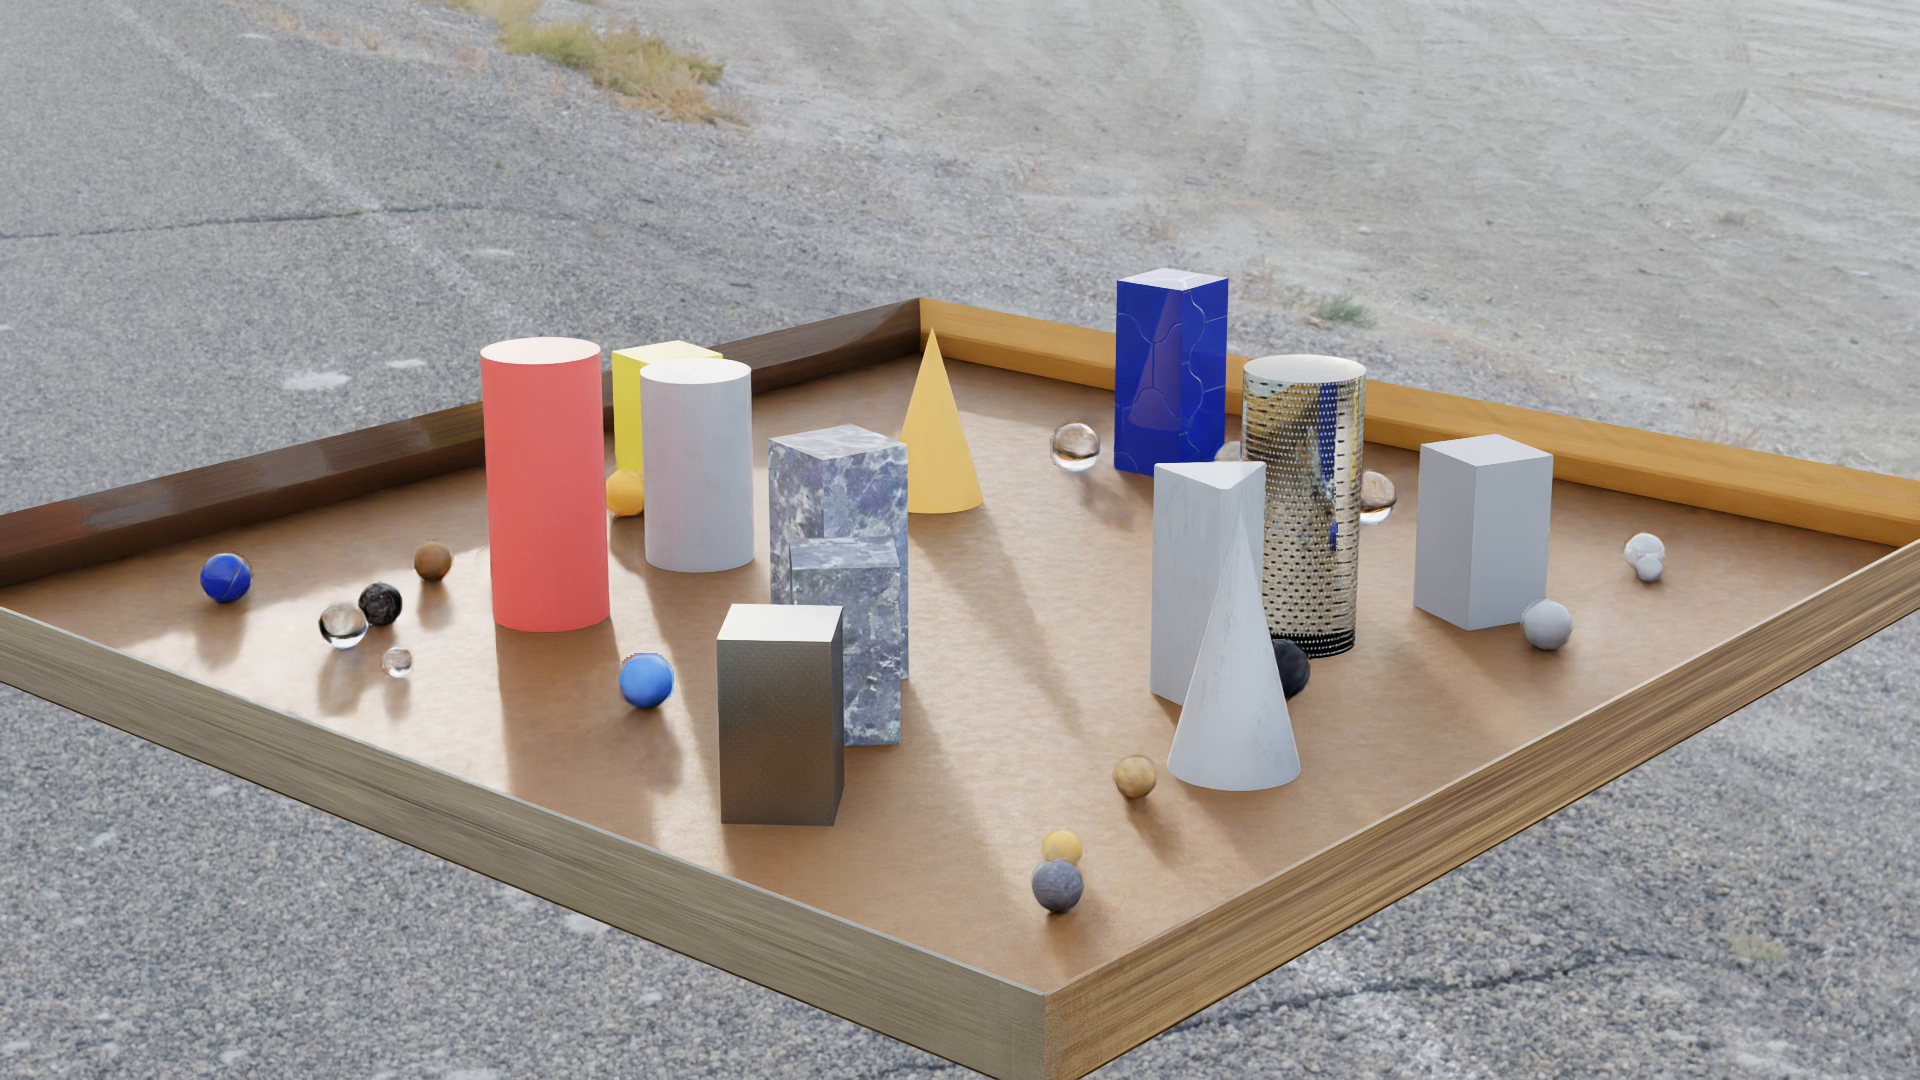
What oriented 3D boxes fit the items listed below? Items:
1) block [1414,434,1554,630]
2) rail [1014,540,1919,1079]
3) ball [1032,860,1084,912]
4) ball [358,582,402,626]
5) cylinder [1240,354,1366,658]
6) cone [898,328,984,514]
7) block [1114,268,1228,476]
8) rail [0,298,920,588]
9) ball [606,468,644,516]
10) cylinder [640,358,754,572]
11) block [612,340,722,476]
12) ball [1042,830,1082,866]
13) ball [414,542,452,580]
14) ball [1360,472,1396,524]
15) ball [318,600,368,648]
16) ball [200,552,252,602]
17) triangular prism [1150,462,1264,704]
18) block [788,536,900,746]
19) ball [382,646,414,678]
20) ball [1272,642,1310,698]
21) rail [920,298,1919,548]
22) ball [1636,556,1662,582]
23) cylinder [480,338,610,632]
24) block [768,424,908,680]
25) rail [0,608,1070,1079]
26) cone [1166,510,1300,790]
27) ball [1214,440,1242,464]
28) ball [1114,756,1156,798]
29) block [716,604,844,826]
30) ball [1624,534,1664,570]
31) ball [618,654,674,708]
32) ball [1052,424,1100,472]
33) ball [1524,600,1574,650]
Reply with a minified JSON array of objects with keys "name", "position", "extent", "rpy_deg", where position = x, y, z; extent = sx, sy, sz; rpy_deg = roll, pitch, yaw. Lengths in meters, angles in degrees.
[{"name":"block","position":[0.892,-0.015,5.006],"extent":[0.159,0.288,0.159],"rpy_deg":[-8,19,-25]},{"name":"rail","position":[0.967,0.274,4.316],"extent":[0.045,0.129,2.711],"rpy_deg":[14,22,39]},{"name":"ball","position":[0.128,0.452,3.836],"extent":[0.068,0.068,0.068],"rpy_deg":[0,17,0]},{"name":"ball","position":[-0.981,0.109,4.966],"extent":[0.074,0.074,0.074],"rpy_deg":[0,17,0]},{"name":"cylinder","position":[0.561,-0.056,4.835],"extent":[0.199,0.465,0.199],"rpy_deg":[0,17,0]},{"name":"cone","position":[-0.053,-0.245,5.669],"extent":[0.199,0.345,0.199],"rpy_deg":[0,17,0]},{"name":"block","position":[0.423,-0.334,5.890],"extent":[0.159,0.388,0.159],"rpy_deg":[13,21,37]},{"name":"rail","position":[-0.967,-0.210,5.924],"extent":[0.045,0.129,2.711],"rpy_deg":[14,22,39]},{"name":"ball","position":[-0.636,-0.090,5.598],"extent":[0.091,0.091,0.091],"rpy_deg":[0,17,0]},{"name":"cylinder","position":[-0.474,-0.137,5.306],"extent":[0.199,0.348,0.199],"rpy_deg":[0,17,0]},{"name":"block","position":[-0.584,-0.255,5.875],"extent":[0.159,0.246,0.159],"rpy_deg":[-13,21,-37]},{"name":"ball","position":[0.138,0.420,3.969],"extent":[0.053,0.053,0.053],"rpy_deg":[0,17,0]},{"name":"ball","position":[-0.937,0.038,5.211],"extent":[0.068,0.068,0.068],"rpy_deg":[0,17,0]},{"name":"ball","position":[0.776,-0.080,5.547],"extent":[0.099,0.099,0.099],"rpy_deg":[0,17,0]},{"name":"ball","position":[-1.021,0.140,4.852],"extent":[0.079,0.079,0.079],"rpy_deg":[0,17,0]},{"name":"ball","position":[-1.274,0.065,5.089],"extent":[0.086,0.086,0.086],"rpy_deg":[0,17,0]},{"name":"triangular prism","position":[0.413,0.069,4.581],"extent":[0.149,0.372,0.172],"rpy_deg":[-11,20,-33]},{"name":"block","position":[-0.176,0.153,4.460],"extent":[0.159,0.280,0.159],"rpy_deg":[-1,17,-5]},{"name":"ball","position":[-0.905,0.196,4.717],"extent":[0.049,0.049,0.049],"rpy_deg":[0,17,0]},{"name":"ball","position":[0.508,0.204,4.622],"extent":[0.089,0.089,0.089],"rpy_deg":[0,17,0]},{"name":"rail","position":[0.873,-0.258,6.083],"extent":[2.608,0.129,0.045],"rpy_deg":[14,22,39]},{"name":"ball","position":[1.224,0.052,5.203],"extent":[0.046,0.046,0.046],"rpy_deg":[0,17,0]},{"name":"cylinder","position":[-0.701,-0.095,4.968],"extent":[0.199,0.463,0.199],"rpy_deg":[0,17,0]},{"name":"block","position":[-0.193,0.030,4.681],"extent":[0.159,0.388,0.159],"rpy_deg":[-12,20,-34]},{"name":"rail","position":[-0.873,0.322,4.157],"extent":[2.608,0.129,0.045],"rpy_deg":[14,22,39]},{"name":"cone","position":[0.406,0.146,4.287],"extent":[0.199,0.395,0.199],"rpy_deg":[0,17,0]},{"name":"ball","position":[0.548,-0.152,5.800],"extent":[0.091,0.091,0.091],"rpy_deg":[0,17,0]},{"name":"ball","position":[0.253,0.342,4.216],"extent":[0.060,0.060,0.060],"rpy_deg":[0,17,0]},{"name":"block","position":[-0.252,0.247,4.160],"extent":[0.159,0.274,0.159],"rpy_deg":[1,17,3]},{"name":"ball","position":[1.228,0.023,5.257],"extent":[0.070,0.070,0.070],"rpy_deg":[0,17,0]},{"name":"ball","position":[-0.490,0.221,4.576],"extent":[0.084,0.084,0.084],"rpy_deg":[0,17,0]},{"name":"ball","position":[0.233,-0.186,5.902],"extent":[0.098,0.098,0.098],"rpy_deg":[0,17,0]},{"name":"ball","position":[0.972,0.141,4.846],"extent":[0.081,0.081,0.081],"rpy_deg":[0,17,0]}]
